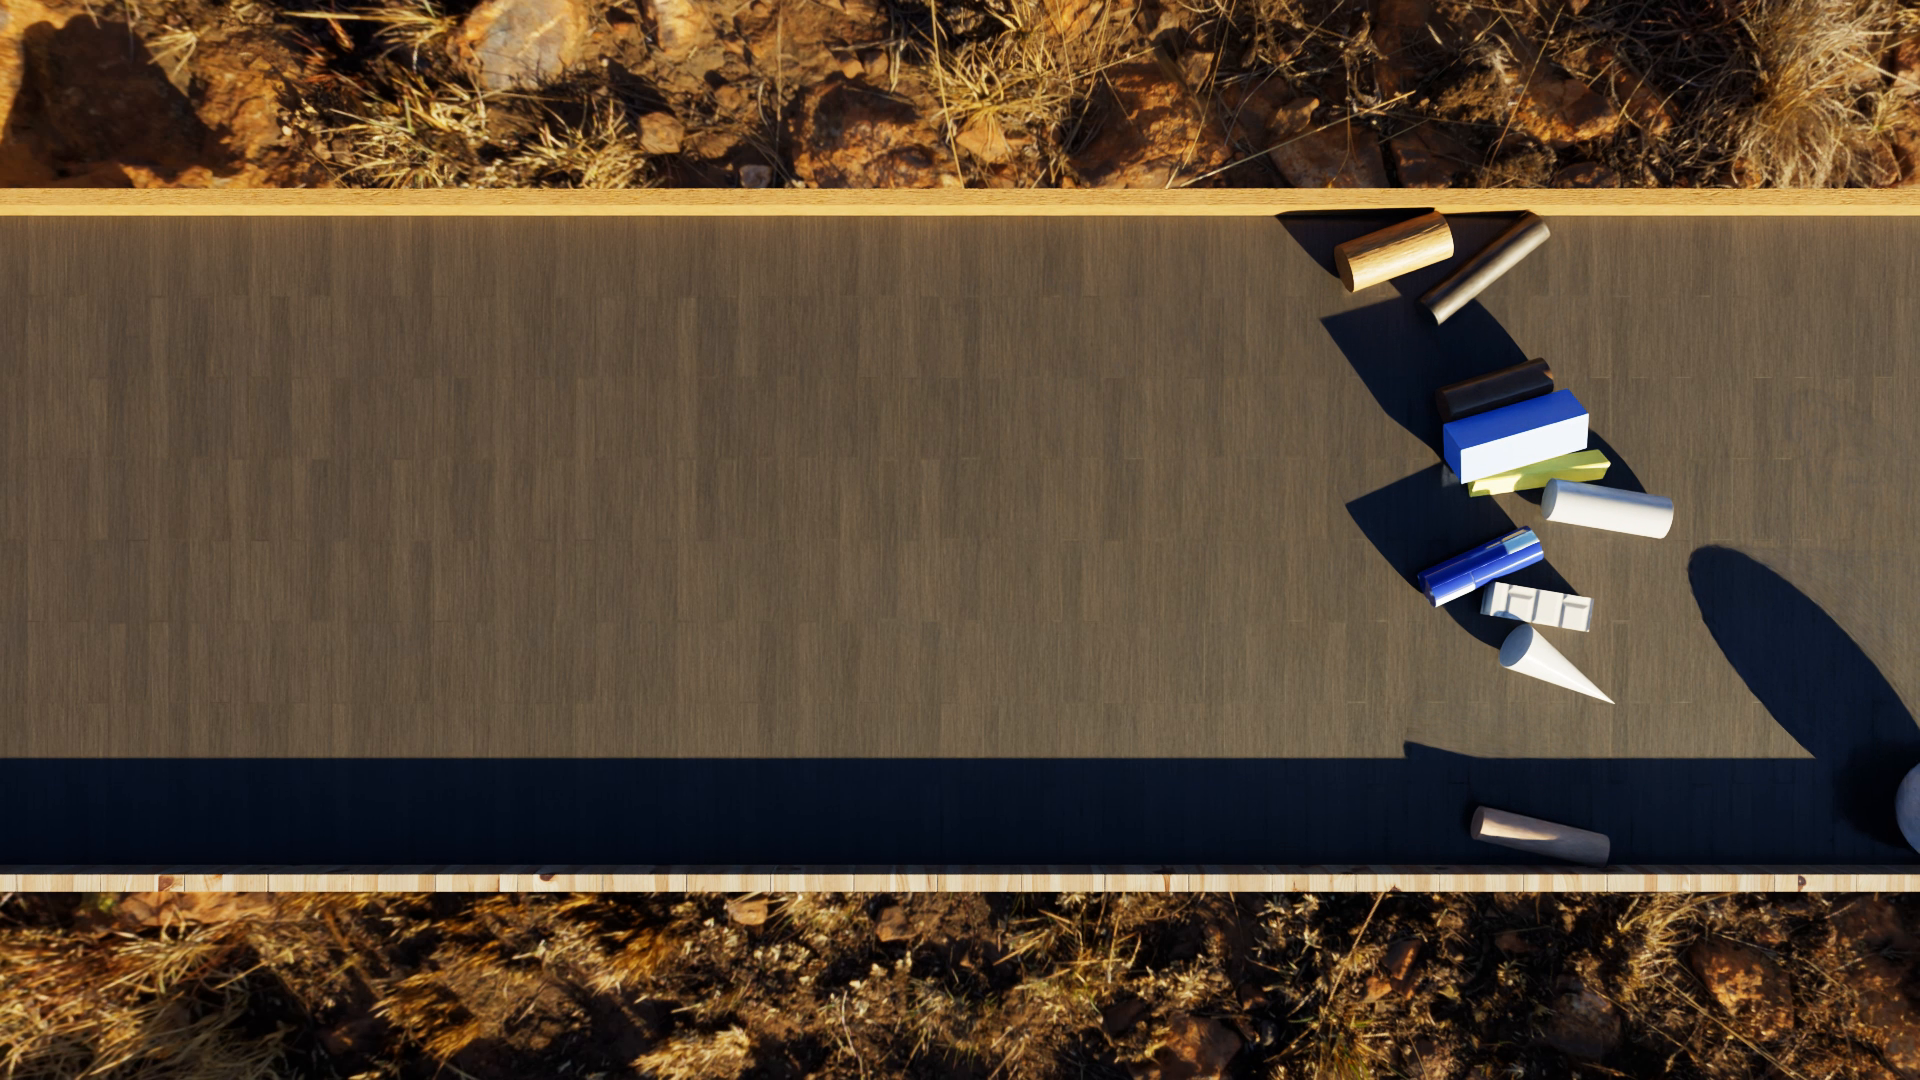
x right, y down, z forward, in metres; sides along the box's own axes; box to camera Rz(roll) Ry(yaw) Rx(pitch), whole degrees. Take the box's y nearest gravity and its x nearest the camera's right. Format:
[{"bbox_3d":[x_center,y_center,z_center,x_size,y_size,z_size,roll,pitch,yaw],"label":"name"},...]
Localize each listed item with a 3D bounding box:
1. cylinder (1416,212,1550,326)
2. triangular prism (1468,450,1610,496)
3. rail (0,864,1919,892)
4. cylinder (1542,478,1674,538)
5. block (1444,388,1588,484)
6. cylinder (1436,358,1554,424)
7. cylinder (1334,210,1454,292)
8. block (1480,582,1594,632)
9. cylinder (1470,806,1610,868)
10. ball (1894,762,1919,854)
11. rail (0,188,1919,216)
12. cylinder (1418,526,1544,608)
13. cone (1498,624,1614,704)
[{"bbox_3d":[1.592,-0.825,5.026,0.433,0.102,0.102,-39,90,0],"label":"cylinder"},{"bbox_3d":[1.766,-0.205,5.036,0.411,0.078,0.090,-8,90,0],"label":"triangular prism"},{"bbox_3d":[-2.247,1.025,5.001,12.000,0.150,0.050,0,90,0],"label":"rail"},{"bbox_3d":[1.965,-0.096,5.012,0.352,0.128,0.128,9,90,0],"label":"cylinder"},{"bbox_3d":[1.676,-0.314,4.983,0.392,0.133,0.133,-16,131,0],"label":"block"},{"bbox_3d":[1.624,-0.453,5.018,0.324,0.117,0.117,-17,90,0],"label":"cylinder"},{"bbox_3d":[1.314,-0.875,5.002,0.316,0.150,0.150,-20,90,0],"label":"cylinder"},{"bbox_3d":[1.757,0.202,5.026,0.300,0.101,0.101,10,90,0],"label":"block"},{"bbox_3d":[1.767,0.905,5.024,0.391,0.105,0.105,13,90,0],"label":"cylinder"},{"bbox_3d":[2.975,0.806,4.905,0.342,0.342,0.342,0,90,0],"label":"ball"},{"bbox_3d":[-2.247,-1.025,5.002,12.000,0.150,0.050,0,90,0],"label":"rail"},{"bbox_3d":[1.582,0.080,5.019,0.353,0.115,0.115,-24,90,0],"label":"cylinder"},{"bbox_3d":[1.851,0.412,5.039,0.384,0.150,0.150,29,90,-11],"label":"cone"}]
